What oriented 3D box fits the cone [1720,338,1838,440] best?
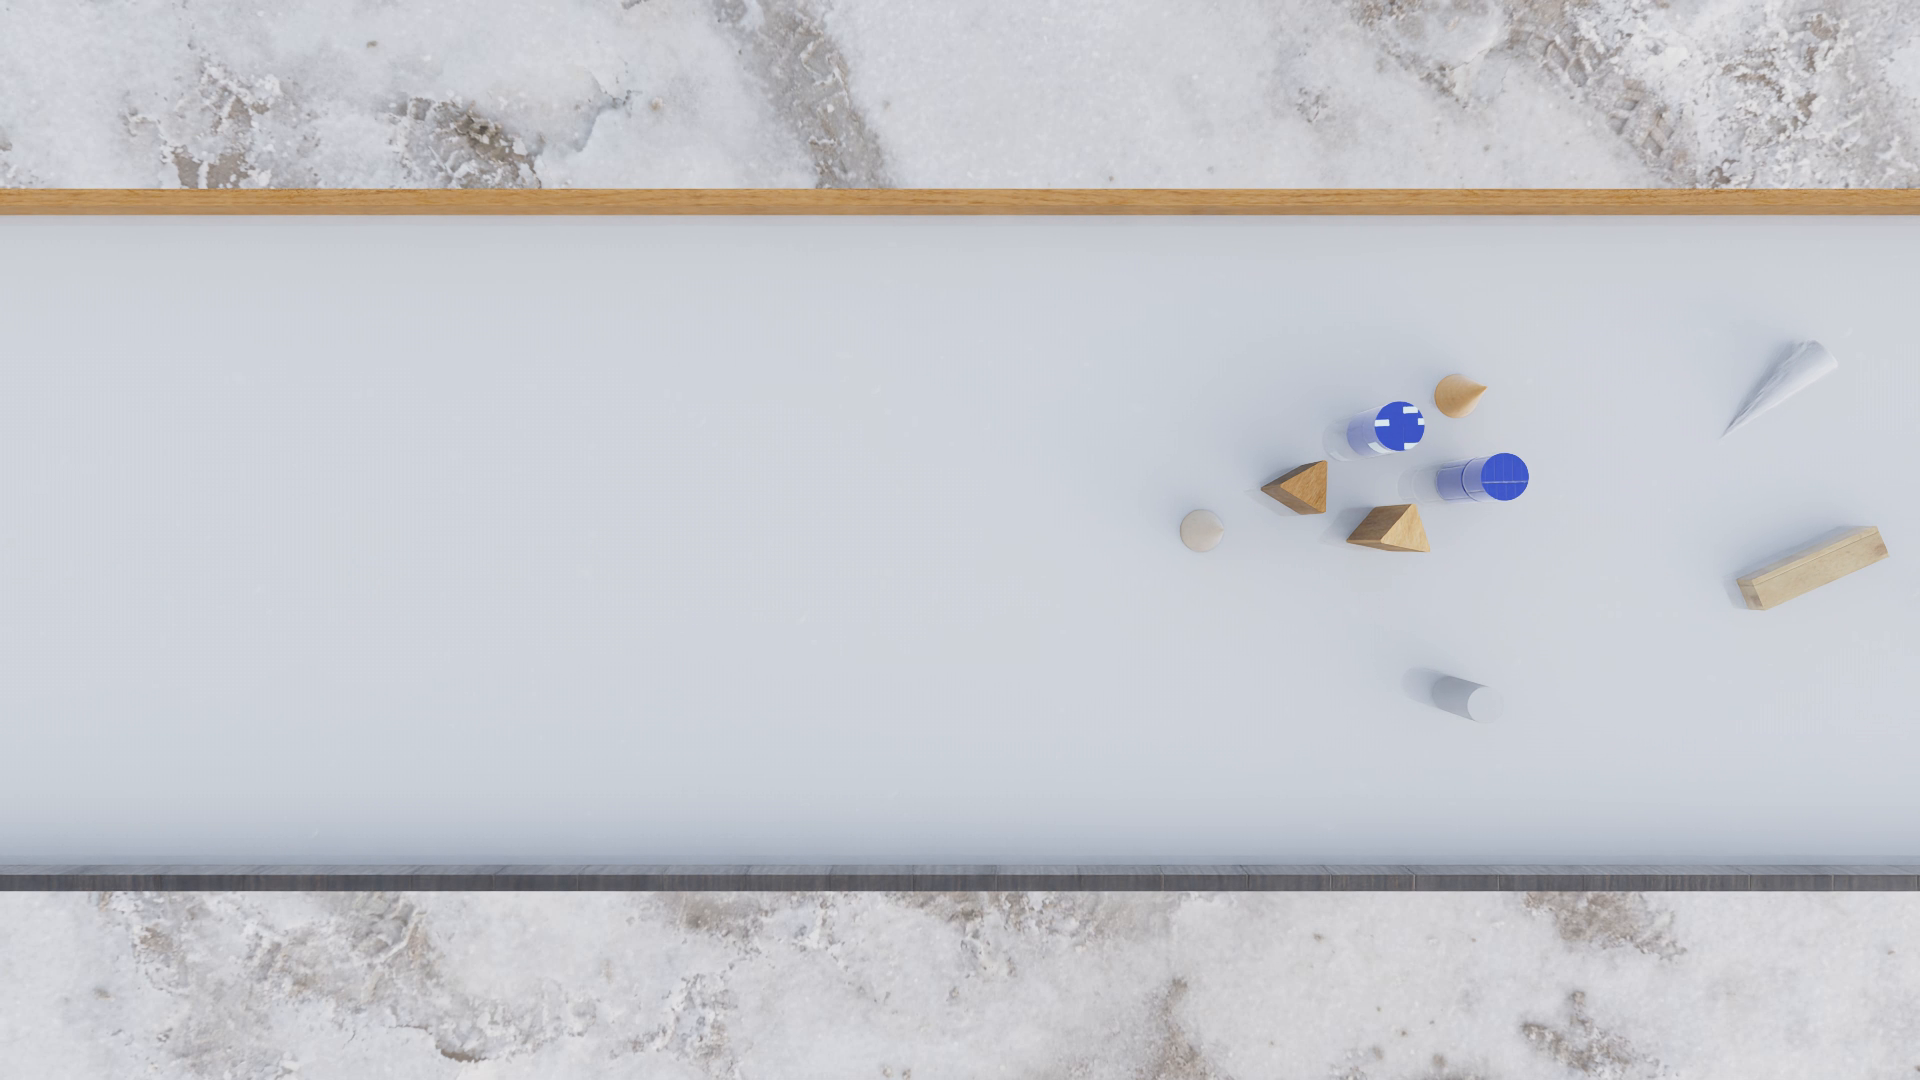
[{"bbox_3d":[2.475,-0.436,5.047,0.403,0.121,0.121,-43,90,9],"label":"cone"}]

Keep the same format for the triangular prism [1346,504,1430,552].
[{"bbox_3d":[1.271,-0.042,4.867,0.142,0.418,0.123,11,90,0],"label":"triangular prism"}]

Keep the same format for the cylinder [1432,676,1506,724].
[{"bbox_3d":[1.506,0.473,4.898,0.108,0.357,0.108,0,90,0],"label":"cylinder"}]

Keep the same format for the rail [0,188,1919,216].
[{"bbox_3d":[-2.247,-1.025,5.002,12.000,0.150,0.050,0,90,0],"label":"rail"}]

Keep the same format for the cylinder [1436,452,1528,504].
[{"bbox_3d":[1.531,-0.178,4.856,0.136,0.442,0.136,0,90,0],"label":"cylinder"}]

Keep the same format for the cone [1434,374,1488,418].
[{"bbox_3d":[1.528,-0.443,4.925,0.136,0.302,0.136,0,90,0],"label":"cone"}]

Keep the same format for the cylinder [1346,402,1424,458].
[{"bbox_3d":[1.262,-0.327,4.904,0.143,0.344,0.143,0,90,0],"label":"cylinder"}]

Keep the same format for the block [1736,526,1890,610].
[{"bbox_3d":[2.597,0.085,5.026,0.412,0.101,0.101,-24,90,0],"label":"block"}]

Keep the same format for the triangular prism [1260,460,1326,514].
[{"bbox_3d":[1.023,-0.174,4.920,0.151,0.314,0.131,32,90,0],"label":"triangular prism"}]

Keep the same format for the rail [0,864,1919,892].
[{"bbox_3d":[-2.247,1.025,5.001,12.000,0.150,0.050,0,90,0],"label":"rail"}]

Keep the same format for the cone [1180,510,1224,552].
[{"bbox_3d":[0.743,-0.028,4.853,0.133,0.447,0.133,0,90,0],"label":"cone"}]
